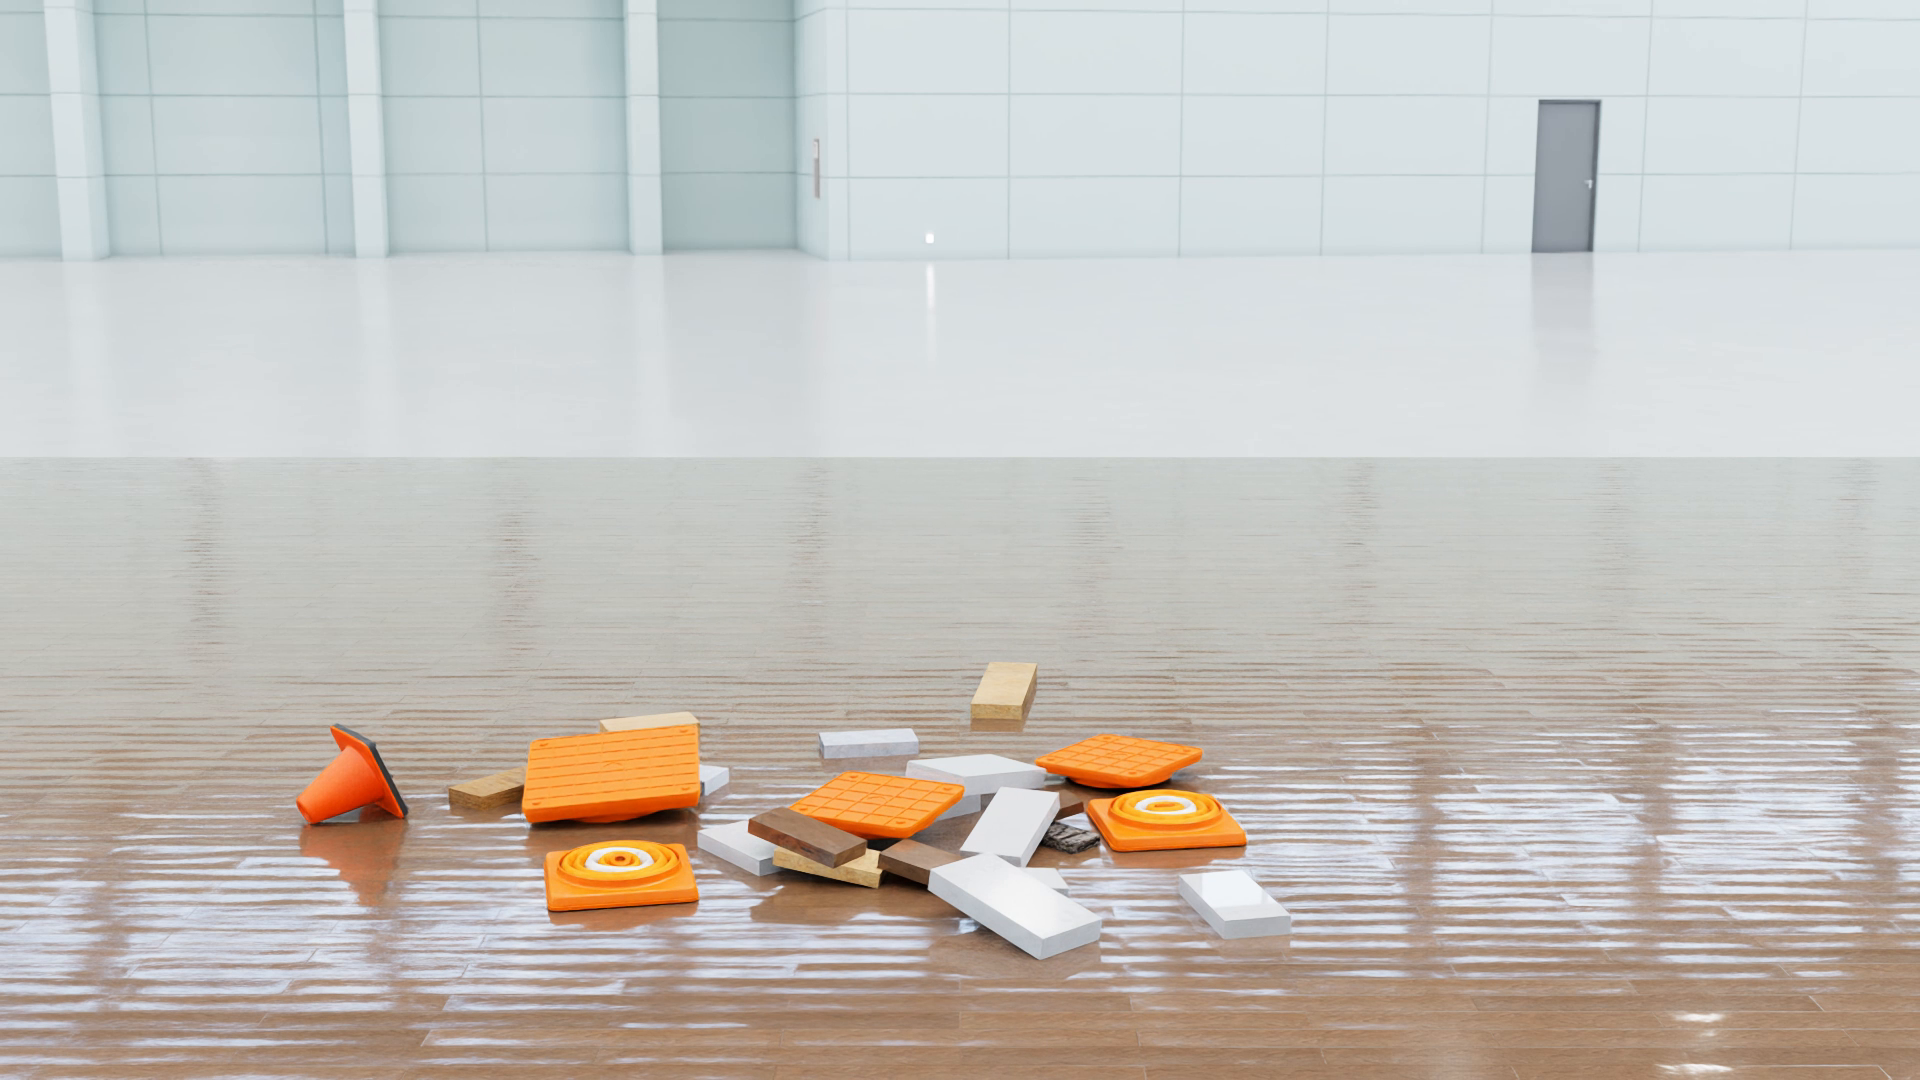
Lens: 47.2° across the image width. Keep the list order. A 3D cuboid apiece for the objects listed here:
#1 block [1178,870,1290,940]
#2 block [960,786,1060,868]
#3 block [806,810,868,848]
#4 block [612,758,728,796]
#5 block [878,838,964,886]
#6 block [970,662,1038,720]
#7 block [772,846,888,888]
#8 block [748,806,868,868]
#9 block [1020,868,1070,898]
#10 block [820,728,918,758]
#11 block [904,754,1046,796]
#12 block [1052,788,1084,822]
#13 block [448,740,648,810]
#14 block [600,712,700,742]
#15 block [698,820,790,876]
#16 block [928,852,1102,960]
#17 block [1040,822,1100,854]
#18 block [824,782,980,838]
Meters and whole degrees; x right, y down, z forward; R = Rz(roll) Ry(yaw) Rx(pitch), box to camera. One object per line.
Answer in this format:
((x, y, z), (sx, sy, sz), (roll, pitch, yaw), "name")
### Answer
((0.444, 0.592, 3.575), (0.111, 0.031, 0.221), (-2, 11, -13), "block")
((0.090, 0.509, 3.879), (0.111, 0.031, 0.221), (4, 25, 20), "block")
((-0.243, 0.529, 3.917), (0.101, 0.029, 0.202), (-4, 11, -19), "block")
((-0.564, 0.461, 4.284), (0.202, 0.029, 0.101), (4, 11, 20), "block")
((-0.036, 0.555, 3.709), (0.185, 0.026, 0.093), (15, 16, 25), "block")
((0.102, 0.337, 4.948), (0.111, 0.031, 0.385), (1, 11, 7), "block")
((-0.216, 0.545, 3.749), (0.185, 0.026, 0.093), (11, 15, 9), "block")
((-0.261, 0.507, 3.761), (0.185, 0.026, 0.093), (18, 17, 30), "block")
((0.101, 0.569, 3.647), (0.143, 0.020, 0.072), (4, 18, -19), "block")
((-0.188, 0.418, 4.520), (0.194, 0.027, 0.097), (-2, 11, -10), "block")
((0.032, 0.446, 4.183), (0.131, 0.037, 0.280), (11, 4, 34), "block")
((0.145, 0.491, 3.984), (0.143, 0.020, 0.072), (-15, 19, -21), "block")
((-0.800, 0.458, 4.304), (0.097, 0.027, 0.424), (8, 13, 38), "block")
((-0.654, 0.396, 4.638), (0.194, 0.027, 0.097), (-4, 11, -21), "block")
((-0.365, 0.540, 3.860), (0.101, 0.029, 0.202), (-8, 13, -37), "block")
((0.086, 0.579, 3.500), (0.131, 0.037, 0.262), (-10, 24, -42), "block")
((0.174, 0.529, 3.939), (0.072, 0.020, 0.143), (-10, 14, -43), "block")
((-0.106, 0.494, 4.084), (0.262, 0.037, 0.131), (-8, 13, -37), "block")
